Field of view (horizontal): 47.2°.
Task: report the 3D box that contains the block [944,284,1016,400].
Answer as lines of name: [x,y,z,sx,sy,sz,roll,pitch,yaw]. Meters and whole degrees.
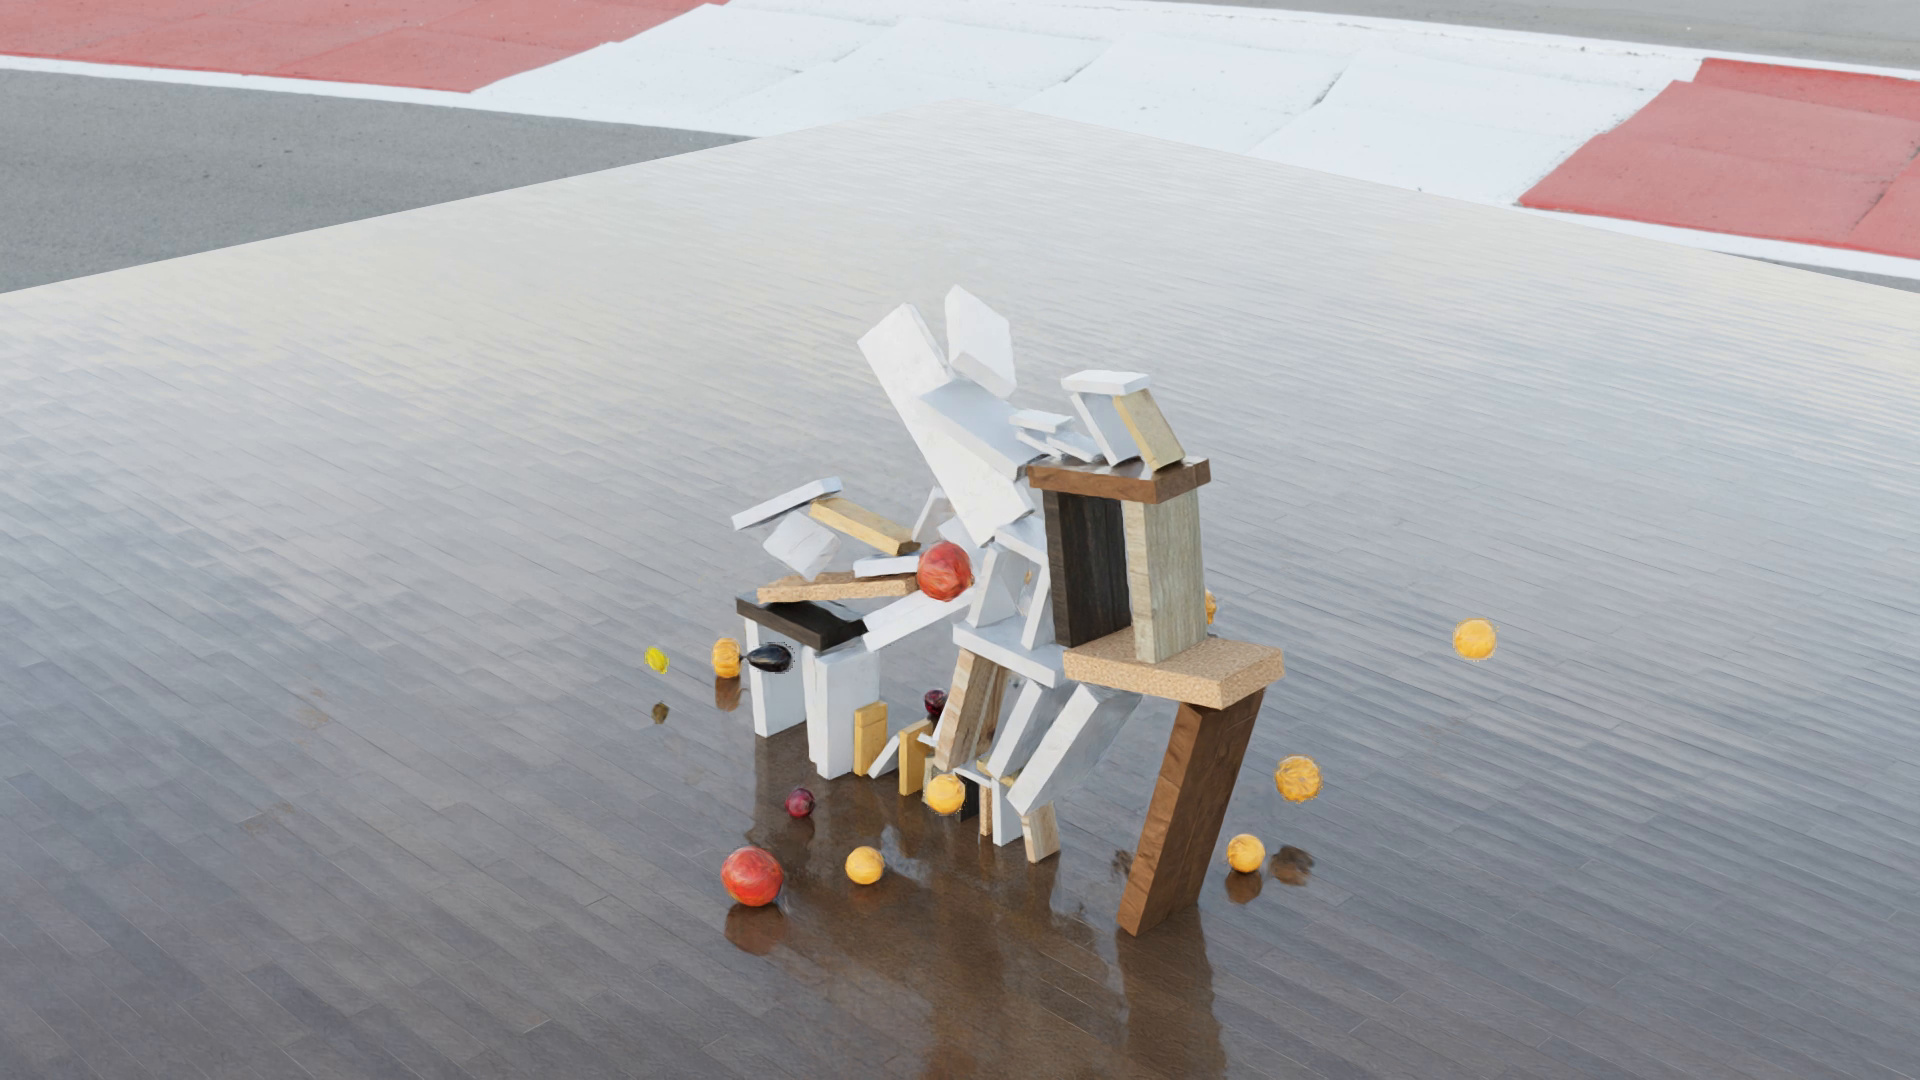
block: [0.037,-0.372,4.122,0.129,0.036,0.257,33,27,-23]

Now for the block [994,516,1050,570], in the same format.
block: [0.161,0.009,4.065,0.095,0.027,0.190,-17,30,-35]

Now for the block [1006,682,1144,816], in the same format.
block: [0.229,0.364,4.113,0.179,0.357,0.051,-23,63,-41]

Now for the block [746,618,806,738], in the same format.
block: [-0.390,0.277,4.760,0.135,0.269,0.038,-21,27,-41]

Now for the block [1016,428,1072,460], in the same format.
block: [0.160,-0.176,3.954,0.108,0.015,0.054,27,35,36]

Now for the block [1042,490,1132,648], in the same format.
block: [0.230,0.033,3.974,0.148,0.295,0.042,-19,22,-35]

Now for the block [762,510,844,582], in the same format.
block: [-0.331,0.011,4.609,0.106,0.030,0.212,-50,32,-7]

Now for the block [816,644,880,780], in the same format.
block: [-0.232,0.356,4.578,0.134,0.267,0.038,-17,29,-35]

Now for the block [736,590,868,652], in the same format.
block: [-0.335,0.157,4.648,0.269,0.038,0.135,21,31,40]

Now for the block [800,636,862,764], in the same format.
block: [-0.263,0.327,4.644,0.135,0.269,0.038,-21,27,-41]

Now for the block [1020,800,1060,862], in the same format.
block: [0.154,0.547,4.286,0.072,0.143,0.020,-21,17,-41]

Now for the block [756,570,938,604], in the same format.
block: [-0.236,0.093,4.558,0.391,0.032,0.113,-4,12,36]

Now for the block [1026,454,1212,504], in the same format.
block: [0.277,-0.117,3.858,0.295,0.042,0.148,9,23,44]

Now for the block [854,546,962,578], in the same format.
block: [-0.091,0.042,4.471,0.226,0.032,0.113,-6,5,22]

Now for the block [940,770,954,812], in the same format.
block: [-0.004,0.499,4.448,0.015,0.107,0.054,38,40,28]

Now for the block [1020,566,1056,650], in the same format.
block: [0.175,0.112,4.102,0.095,0.190,0.027,-21,48,-41]

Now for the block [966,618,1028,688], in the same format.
block: [0.103,0.219,4.717,0.093,0.185,0.026,-34,18,10]

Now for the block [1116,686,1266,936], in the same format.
block: [0.414,0.479,3.971,0.179,0.521,0.051,-21,46,-41]

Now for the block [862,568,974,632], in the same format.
block: [-0.080,0.119,4.493,0.226,0.032,0.113,-26,-1,18]

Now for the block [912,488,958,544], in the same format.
block: [-0.034,-0.047,4.423,0.083,0.166,0.023,4,56,-16]

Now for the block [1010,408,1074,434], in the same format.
block: [0.147,-0.214,3.957,0.108,0.015,0.054,14,27,40]

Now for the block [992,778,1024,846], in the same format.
block: [0.097,0.525,4.339,0.020,0.143,0.072,18,29,41]

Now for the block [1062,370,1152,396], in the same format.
block: [0.254,-0.274,3.821,0.144,0.020,0.072,9,23,44]

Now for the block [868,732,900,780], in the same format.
block: [-0.132,0.438,4.560,0.073,0.147,0.021,-22,67,-41]

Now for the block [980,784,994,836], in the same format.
block: [0.066,0.528,4.375,0.055,0.111,0.016,-21,31,-41]

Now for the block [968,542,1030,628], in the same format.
block: [0.078,0.077,4.172,0.095,0.190,0.027,-17,48,-35]

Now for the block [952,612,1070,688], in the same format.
block: [0.124,0.201,4.177,0.257,0.036,0.129,23,32,38]

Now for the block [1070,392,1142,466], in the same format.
block: [0.258,-0.202,3.847,0.072,0.144,0.020,-22,-12,-42]

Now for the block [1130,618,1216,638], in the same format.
block: [0.427,0.218,4.544,0.185,0.026,0.093,10,42,23]

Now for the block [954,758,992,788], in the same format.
block: [0.039,0.459,4.375,0.111,0.016,0.055,21,31,40]

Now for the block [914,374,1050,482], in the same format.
block: [0.054,-0.207,4.040,0.257,0.036,0.129,36,45,29]

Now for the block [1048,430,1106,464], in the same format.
block: [0.213,-0.167,3.907,0.054,0.015,0.108,-22,35,-40]

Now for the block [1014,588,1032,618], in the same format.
block: [0.124,0.131,4.346,0.026,0.093,0.185,-31,0,-4]

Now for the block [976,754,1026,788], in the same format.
block: [0.107,0.453,4.298,0.072,0.020,0.143,-20,30,-38]

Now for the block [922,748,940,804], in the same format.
block: [-0.058,0.479,4.492,0.015,0.107,0.054,12,26,15]

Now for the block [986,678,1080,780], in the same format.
block: [0.145,0.342,4.216,0.129,0.257,0.036,-23,57,-42]

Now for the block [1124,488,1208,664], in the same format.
block: [0.362,0.053,3.846,0.042,0.295,0.148,12,25,43]

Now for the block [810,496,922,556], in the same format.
block: [-0.192,-0.029,4.516,0.212,0.030,0.106,25,18,21]

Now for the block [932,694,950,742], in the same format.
block: [0.020,0.262,4.454,0.038,0.313,0.134,22,-3,2]

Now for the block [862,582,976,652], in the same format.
block: [-0.063,0.149,4.495,0.267,0.038,0.134,-26,-1,8]

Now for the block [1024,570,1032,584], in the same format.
block: [0.063,0.032,4.416,0.083,0.023,0.166,7,25,-48]

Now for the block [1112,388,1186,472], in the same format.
block: [0.325,-0.192,3.781,0.072,0.144,0.020,-22,-12,-41]

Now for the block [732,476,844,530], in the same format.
block: [-0.358,-0.076,4.564,0.212,0.030,0.106,-22,-3,19]

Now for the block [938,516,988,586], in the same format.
block: [0.035,0.018,4.347,0.083,0.023,0.166,-32,63,-9]

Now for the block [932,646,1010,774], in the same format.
block: [0.031,0.314,4.320,0.036,0.294,0.129,36,40,31]

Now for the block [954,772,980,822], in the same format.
block: [0.014,0.508,4.422,0.016,0.111,0.055,20,30,38]

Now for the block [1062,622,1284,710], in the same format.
block: [0.376,0.219,3.897,0.357,0.051,0.179,8,22,44]

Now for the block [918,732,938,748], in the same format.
block: [-0.033,0.418,4.458,0.107,0.015,0.054,22,-3,1]

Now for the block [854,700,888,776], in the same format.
block: [-0.187,0.414,4.595,0.073,0.147,0.021,-19,31,-41]

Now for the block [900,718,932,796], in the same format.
block: [-0.091,0.447,4.517,0.021,0.147,0.073,23,33,39]

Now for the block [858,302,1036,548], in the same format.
block: [-0.029,-0.221,4.214,0.036,0.129,0.481,-2,58,-60]
